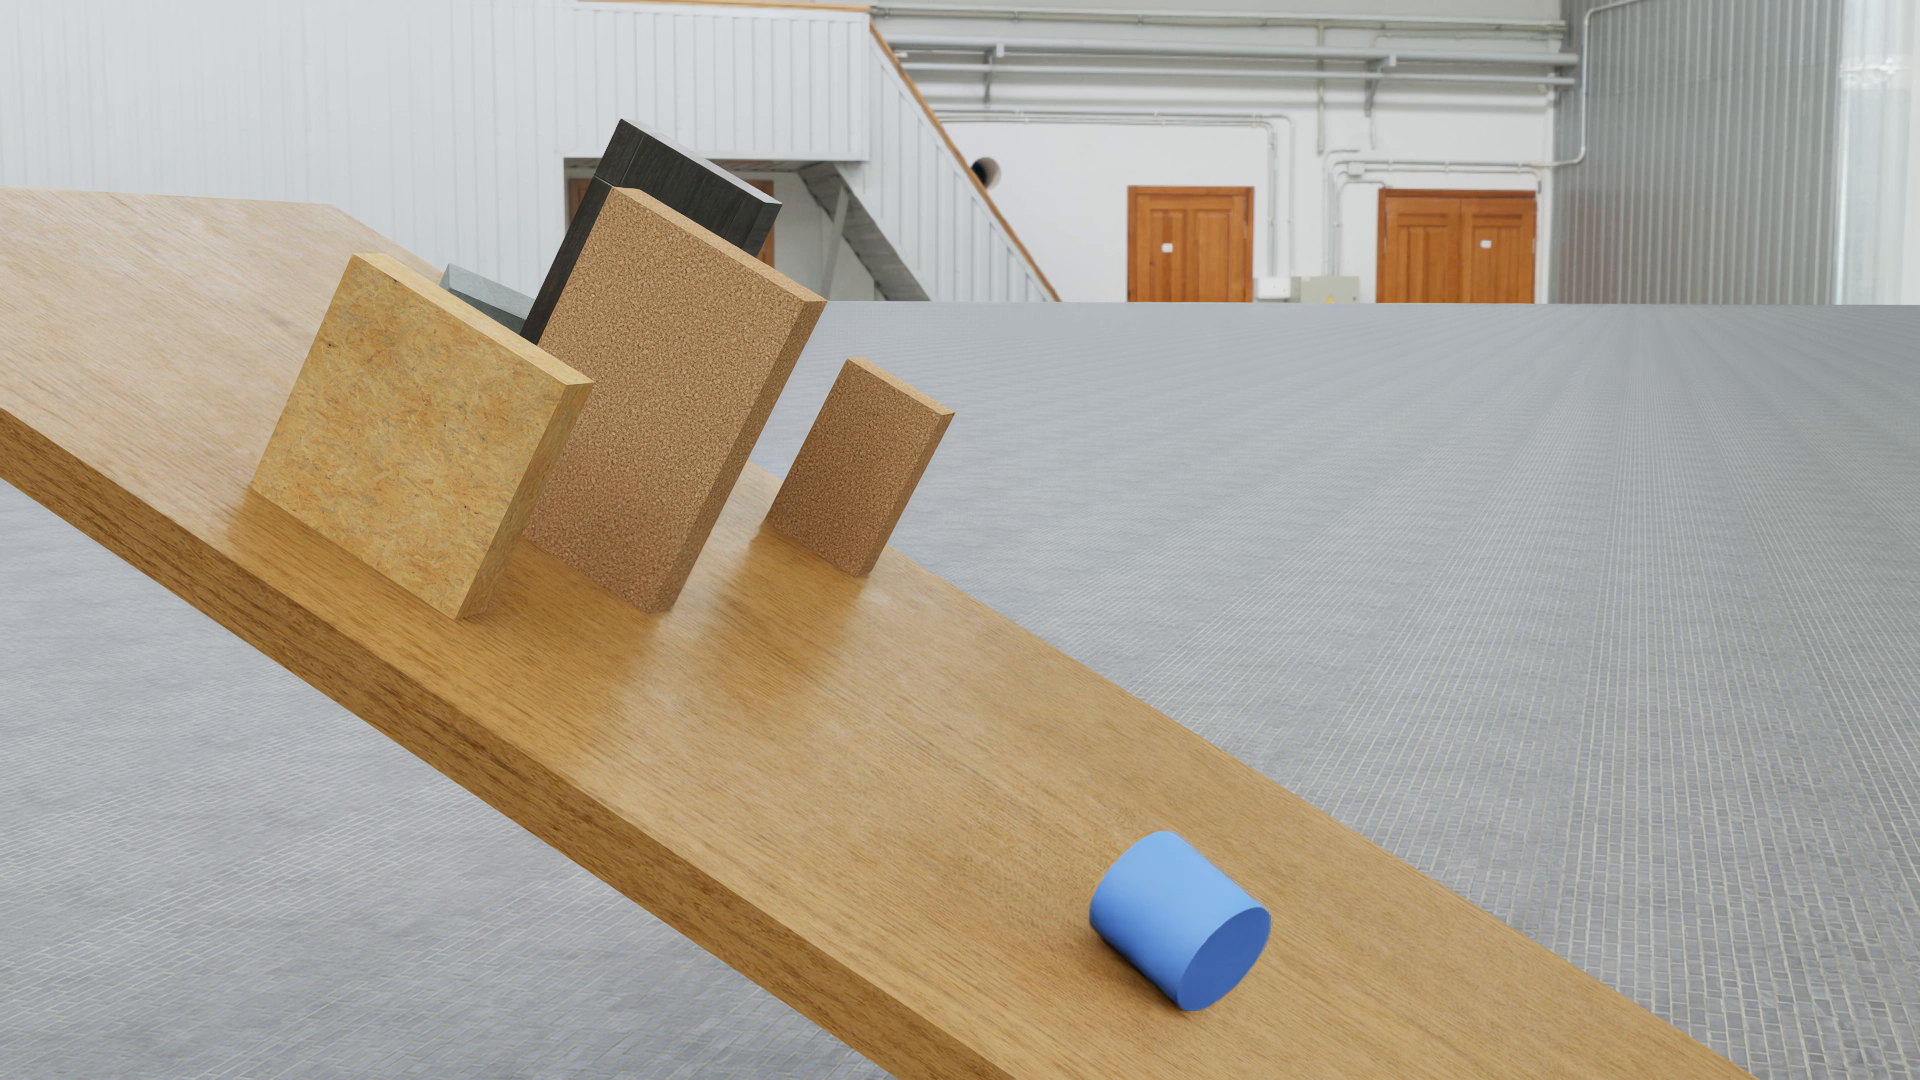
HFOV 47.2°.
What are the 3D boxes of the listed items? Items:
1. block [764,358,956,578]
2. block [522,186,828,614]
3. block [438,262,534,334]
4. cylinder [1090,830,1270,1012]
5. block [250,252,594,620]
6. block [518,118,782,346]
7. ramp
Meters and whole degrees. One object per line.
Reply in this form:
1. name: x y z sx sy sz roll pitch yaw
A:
1. block: -0.220 -0.160 4.812 0.245 0.408 0.099 31 14 11
2. block: -0.574 -0.251 3.983 0.416 0.644 0.110 31 14 11
3. block: -1.032 -0.437 4.675 0.199 0.199 0.199 23 15 -21
4. cylinder: 0.358 0.620 3.586 0.208 0.208 0.208 -7 36 -45
5. block: -0.875 -0.170 3.561 0.425 0.434 0.098 31 14 11
6. block: -0.674 -0.474 4.506 0.353 0.675 0.096 31 14 11
7. ramp: -0.205 0.339 4.139 4.000 0.100 2.000 31 14 11
